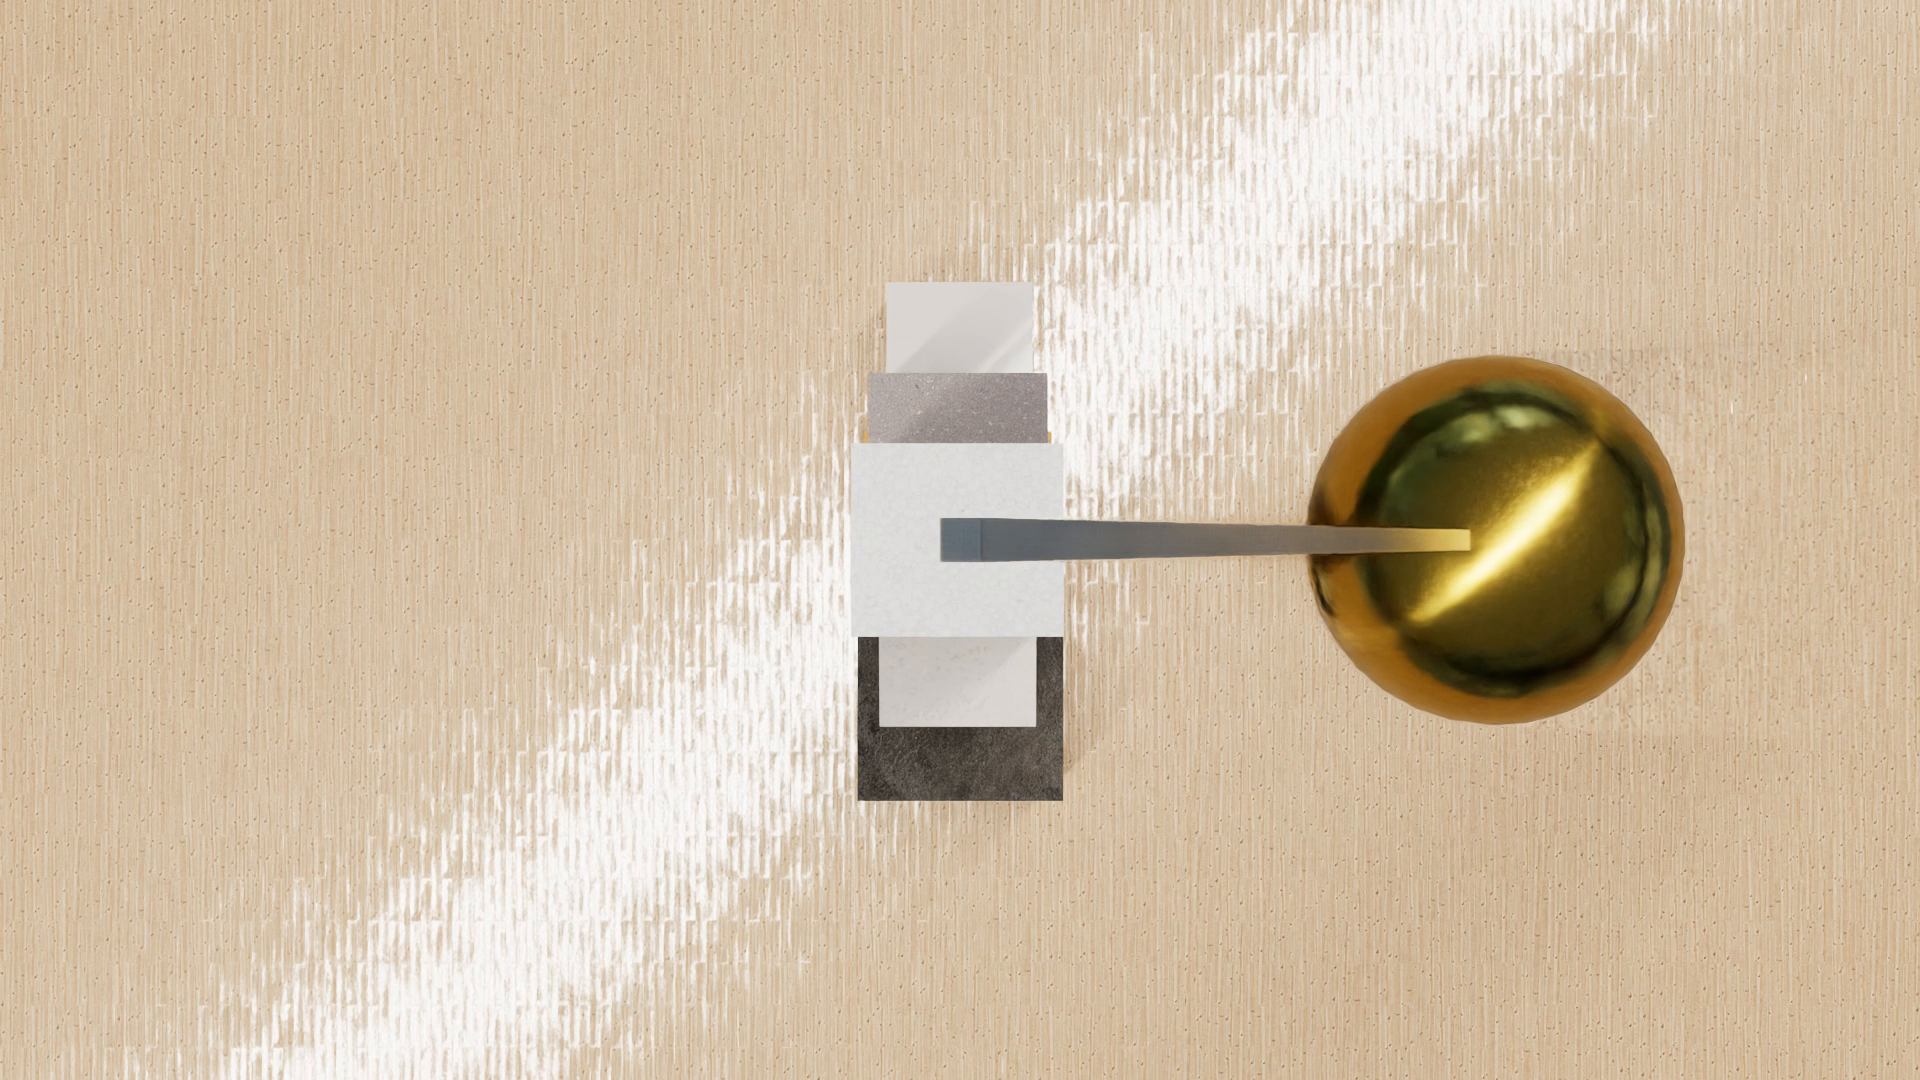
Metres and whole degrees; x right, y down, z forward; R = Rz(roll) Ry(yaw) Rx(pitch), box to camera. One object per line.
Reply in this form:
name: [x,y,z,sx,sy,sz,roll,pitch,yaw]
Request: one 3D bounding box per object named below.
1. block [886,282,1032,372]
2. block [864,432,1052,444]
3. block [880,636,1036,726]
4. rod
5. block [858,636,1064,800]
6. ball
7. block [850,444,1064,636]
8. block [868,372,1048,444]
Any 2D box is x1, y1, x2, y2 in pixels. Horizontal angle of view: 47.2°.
block: [-0.002,-1.021,12.624,0.813,0.752,0.831,0,90,0]
block: [-0.012,-0.098,12.516,1.028,0.967,0.996,0,90,0]
block: [-0.012,0.579,11.712,0.811,0.682,0.682,0,99,0]
rod: [0.994,0.000,6.356,0.080,5.200,0.080,0,90,22]
block: [0.002,0.923,12.551,1.133,0.897,1.026,0,90,0]
ball: [2.295,0.000,9.497,1.600,1.600,1.600,0,90,0]
block: [-0.010,0.000,8.337,0.767,0.829,0.697,0,90,0]
block: [-0.009,-0.346,11.585,0.907,0.895,1.001,0,90,0]
